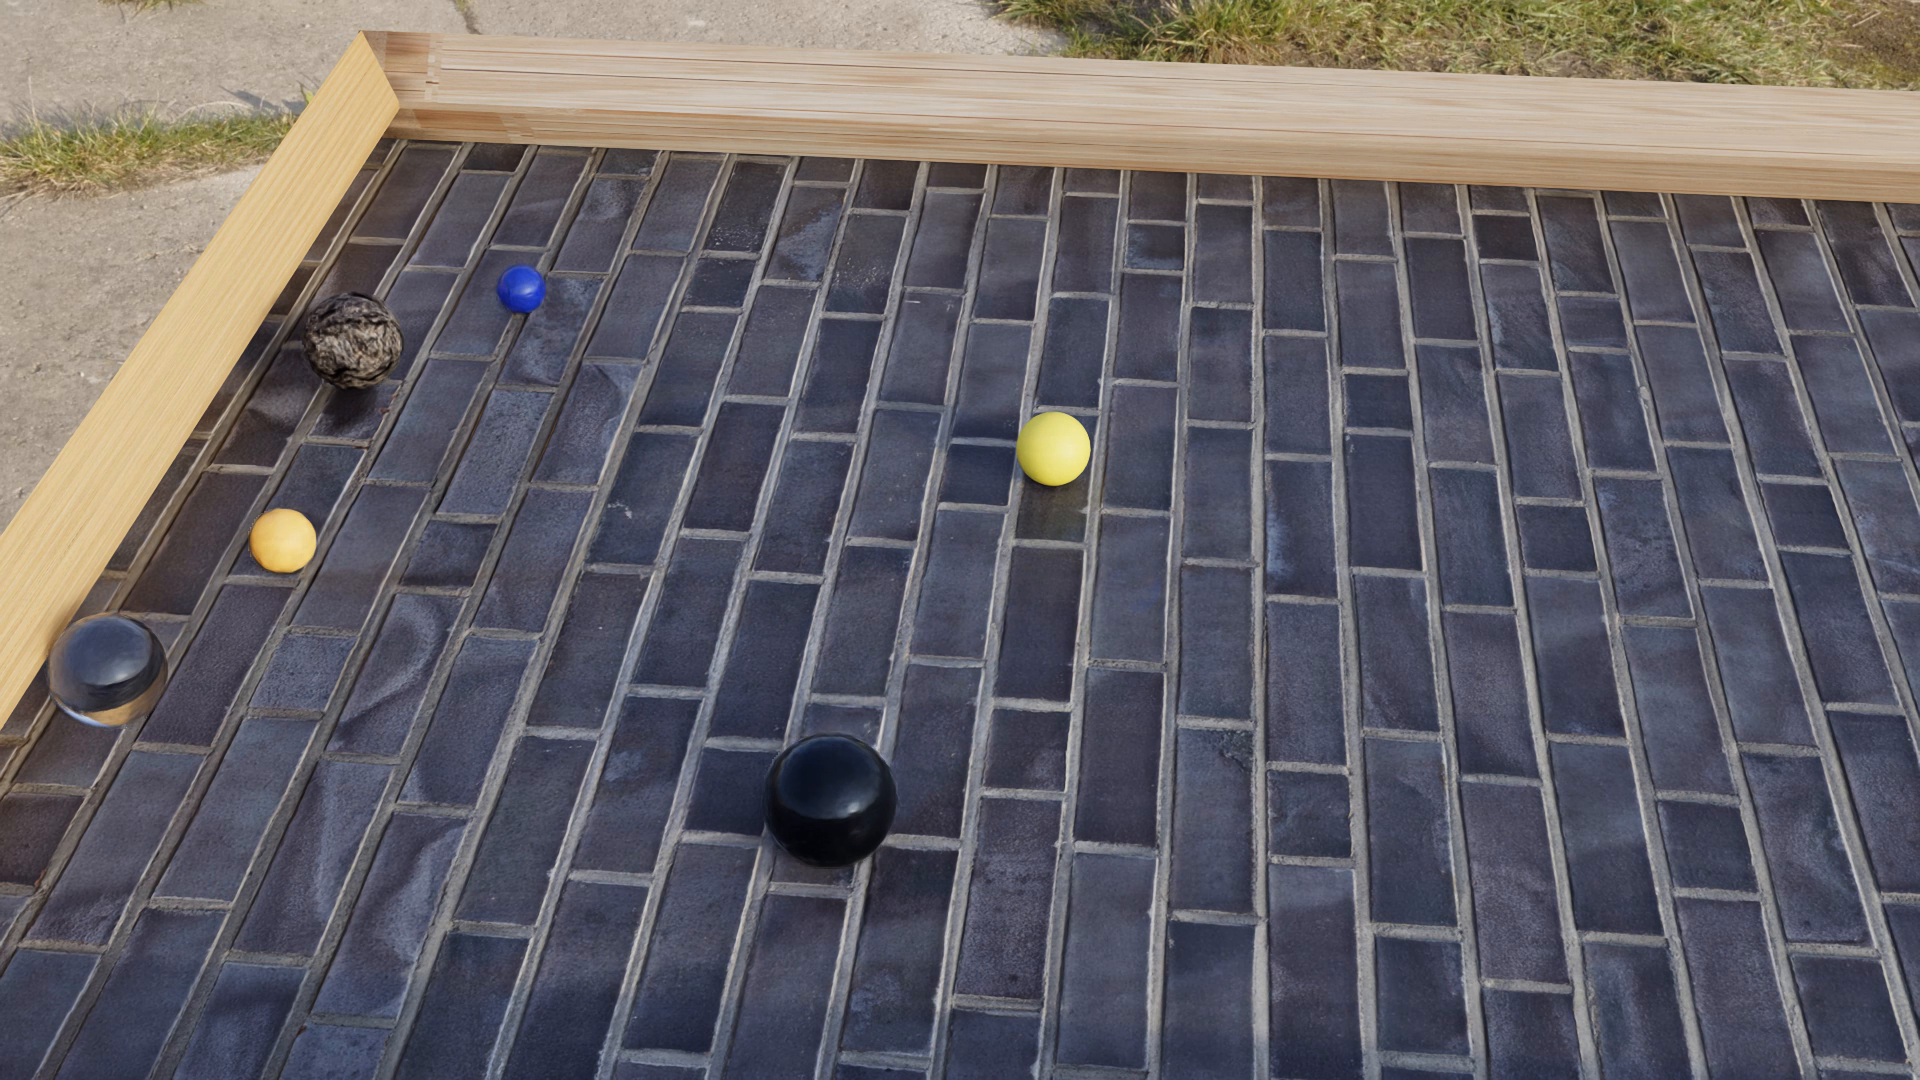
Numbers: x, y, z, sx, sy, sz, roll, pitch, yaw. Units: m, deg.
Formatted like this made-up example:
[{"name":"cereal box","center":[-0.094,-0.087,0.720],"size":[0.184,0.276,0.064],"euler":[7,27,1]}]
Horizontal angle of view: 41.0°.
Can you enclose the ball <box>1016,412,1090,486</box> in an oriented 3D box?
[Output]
[{"name":"ball","center":[0.076,-0.074,2.082],"size":[0.060,0.060,0.060],"euler":[0,35,0]}]

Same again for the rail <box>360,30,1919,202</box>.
[{"name":"rail","center":[0.733,-0.376,2.468],"size":[2.681,0.116,0.045],"euler":[3,35,4]}]

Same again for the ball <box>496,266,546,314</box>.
[{"name":"ball","center":[-0.396,-0.226,2.317],"size":[0.044,0.044,0.044],"euler":[0,35,0]}]

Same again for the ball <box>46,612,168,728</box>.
[{"name":"ball","center":[-0.605,0.092,1.821],"size":[0.082,0.082,0.082],"euler":[0,35,0]}]

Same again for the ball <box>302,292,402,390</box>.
[{"name":"ball","center":[-0.521,-0.171,2.202],"size":[0.084,0.084,0.084],"euler":[0,35,0]}]

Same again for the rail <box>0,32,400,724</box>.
[{"name":"rail","center":[-0.644,-0.057,2.006],"size":[0.045,0.116,1.428],"euler":[3,35,4]}]

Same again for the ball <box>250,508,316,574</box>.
[{"name":"ball","center":[-0.523,0.001,1.982],"size":[0.050,0.050,0.050],"euler":[0,35,0]}]

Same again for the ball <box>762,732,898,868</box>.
[{"name":"ball","center":[-0.086,0.172,1.699],"size":[0.089,0.089,0.089],"euler":[0,35,0]}]
